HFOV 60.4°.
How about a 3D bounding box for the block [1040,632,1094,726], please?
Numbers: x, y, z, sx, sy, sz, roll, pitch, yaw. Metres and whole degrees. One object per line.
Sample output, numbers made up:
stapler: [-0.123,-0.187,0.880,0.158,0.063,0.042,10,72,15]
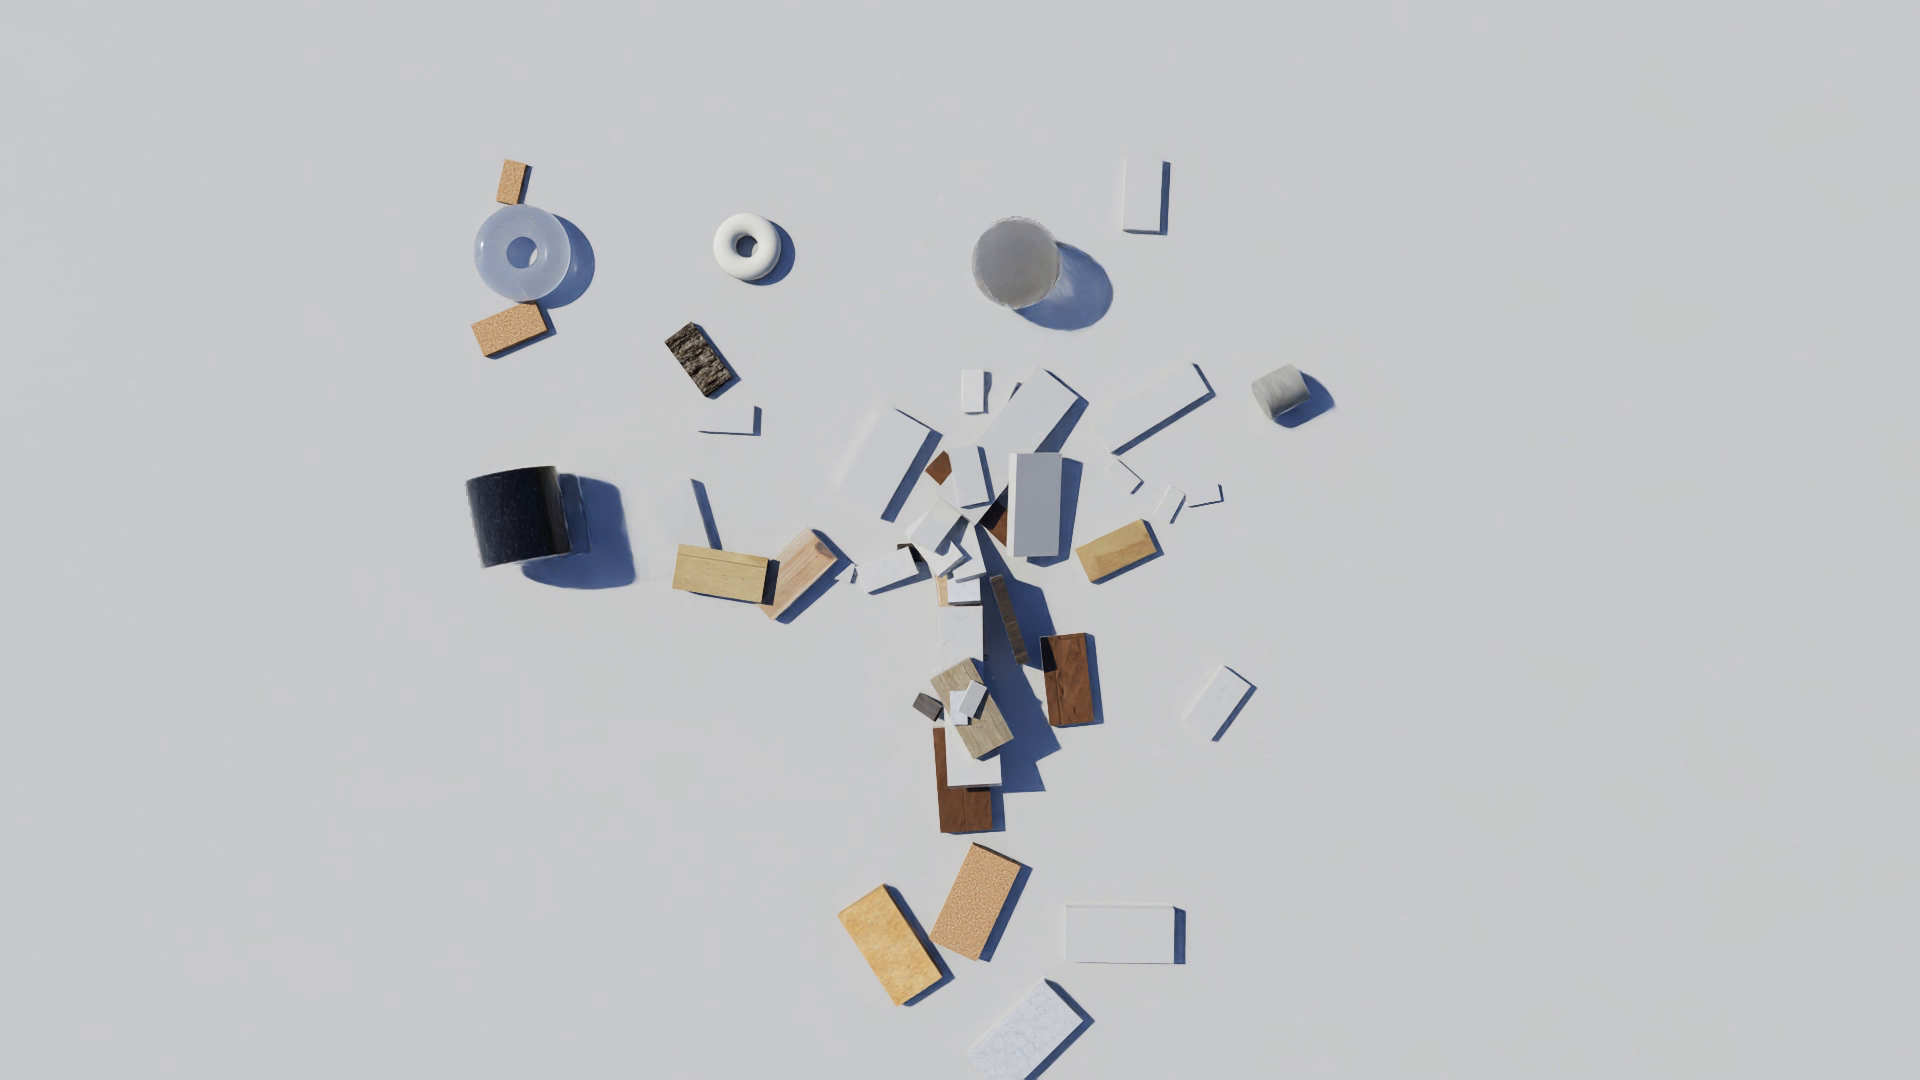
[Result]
block: [0.354,0.461,5.479,0.148,0.042,0.295,-6,90,0]

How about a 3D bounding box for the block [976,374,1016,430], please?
block: [0.120,-0.455,5.490,0.071,0.020,0.188,24,90,0]

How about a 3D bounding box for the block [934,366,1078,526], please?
block: [0.153,-0.312,5.442,0.169,0.048,0.545,39,83,0]

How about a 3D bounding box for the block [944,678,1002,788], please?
block: [0.039,0.636,5.417,0.174,0.049,0.347,-3,70,0]

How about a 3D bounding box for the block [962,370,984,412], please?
block: [0.044,-0.495,5.479,0.071,0.020,0.141,0,86,9]

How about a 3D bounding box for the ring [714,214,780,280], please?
ring: [-0.705,-0.972,5.464,0.224,0.075,0.224,0,89,-1]

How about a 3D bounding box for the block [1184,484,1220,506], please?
block: [0.808,-0.150,5.492,0.113,0.016,0.056,-11,90,0]

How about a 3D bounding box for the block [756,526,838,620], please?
block: [-0.562,0.112,5.467,0.297,0.042,0.149,-43,86,3]

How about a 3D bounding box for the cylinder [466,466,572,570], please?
cylinder: [-1.430,-0.074,5.357,0.287,0.287,0.287,-11,90,0]

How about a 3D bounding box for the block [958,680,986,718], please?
block: [0.038,0.510,5.291,0.054,0.015,0.109,27,87,-14]

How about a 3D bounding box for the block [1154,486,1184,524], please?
block: [0.698,-0.119,5.492,0.056,0.016,0.113,28,90,0]

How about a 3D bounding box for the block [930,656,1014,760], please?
block: [0.038,0.543,5.333,0.148,0.042,0.295,-28,93,2]

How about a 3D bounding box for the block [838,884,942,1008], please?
block: [-0.232,1.345,5.475,0.179,0.051,0.358,-33,90,-1]

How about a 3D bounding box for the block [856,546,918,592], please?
block: [-0.241,0.099,5.474,0.190,0.027,0.095,-21,90,8]

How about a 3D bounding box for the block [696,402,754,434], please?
block: [-0.778,-0.405,5.487,0.185,0.026,0.093,3,90,0]

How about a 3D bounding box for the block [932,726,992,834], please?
block: [0.009,0.789,5.475,0.174,0.049,0.347,-4,90,0]

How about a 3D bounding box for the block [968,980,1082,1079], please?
block: [0.216,1.651,5.475,0.358,0.051,0.179,-45,90,0]

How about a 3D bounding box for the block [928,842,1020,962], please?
block: [0.049,1.201,5.475,0.174,0.049,0.347,25,90,0]

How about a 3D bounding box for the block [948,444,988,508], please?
block: [0.027,-0.209,5.385,0.095,0.027,0.190,-12,86,-6]

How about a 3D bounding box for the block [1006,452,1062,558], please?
block: [0.244,-0.117,5.421,0.169,0.048,0.338,-2,98,-26]

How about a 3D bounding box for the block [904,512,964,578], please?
block: [-0.085,0.016,5.436,0.105,0.030,0.211,-40,62,2]

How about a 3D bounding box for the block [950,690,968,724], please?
block: [-0.004,0.538,5.304,0.054,0.015,0.109,-1,94,0]

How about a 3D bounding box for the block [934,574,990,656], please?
block: [0.006,0.248,5.447,0.143,0.041,0.286,-8,77,0]

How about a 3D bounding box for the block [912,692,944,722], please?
block: [-0.106,0.553,5.459,0.109,0.015,0.054,30,90,41]

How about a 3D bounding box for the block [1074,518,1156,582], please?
block: [0.516,0.034,5.483,0.242,0.034,0.121,-25,90,0]

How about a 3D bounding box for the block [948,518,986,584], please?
block: [0.011,0.031,5.442,0.105,0.030,0.211,-15,65,-1]

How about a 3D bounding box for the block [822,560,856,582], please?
block: [-0.419,0.094,5.491,0.129,0.018,0.064,16,90,0]

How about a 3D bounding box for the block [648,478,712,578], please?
block: [-0.923,-0.040,5.479,0.149,0.042,0.297,-16,90,0]

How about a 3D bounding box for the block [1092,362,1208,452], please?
block: [0.631,-0.442,5.483,0.384,0.034,0.121,-32,90,0]

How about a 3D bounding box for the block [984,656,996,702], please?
block: [0.032,0.454,5.432,0.143,0.041,0.286,-8,70,0]

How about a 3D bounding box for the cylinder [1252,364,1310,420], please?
cylinder: [1.055,-0.489,5.432,0.137,0.137,0.137,-27,90,0]

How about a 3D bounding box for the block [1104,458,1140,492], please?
block: [0.542,-0.214,5.492,0.112,0.016,0.056,41,90,0]

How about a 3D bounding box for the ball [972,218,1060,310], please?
ball: [0.181,-0.896,5.355,0.290,0.290,0.290,0,90,0]

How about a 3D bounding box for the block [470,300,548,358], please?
block: [-1.497,-0.705,5.484,0.226,0.032,0.113,-23,90,0]

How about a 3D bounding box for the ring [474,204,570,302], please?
ring: [-1.447,-0.949,5.447,0.322,0.107,0.322,0,90,1]

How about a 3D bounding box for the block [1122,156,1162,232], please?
block: [0.606,-1.149,5.483,0.121,0.034,0.242,3,90,0]

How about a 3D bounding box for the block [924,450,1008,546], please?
block: [0.051,-0.134,5.461,0.378,0.026,0.093,43,90,0]

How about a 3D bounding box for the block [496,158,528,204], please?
block: [-1.493,-1.189,5.490,0.071,0.020,0.141,13,90,0]

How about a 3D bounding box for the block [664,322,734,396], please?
block: [-0.869,-0.600,5.484,0.113,0.032,0.226,-37,90,0]

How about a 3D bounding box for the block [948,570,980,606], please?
block: [0.010,0.110,5.441,0.105,0.030,0.211,-3,65,2]

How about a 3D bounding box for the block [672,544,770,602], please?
block: [-0.787,0.109,5.434,0.297,0.042,0.149,9,90,1]

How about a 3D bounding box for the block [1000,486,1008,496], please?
block: [0.113,-0.241,5.487,0.093,0.026,0.185,-6,90,0]

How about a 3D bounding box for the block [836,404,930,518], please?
block: [-0.256,-0.260,5.476,0.169,0.048,0.338,30,90,0]

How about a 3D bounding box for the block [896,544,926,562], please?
block: [-0.144,0.041,5.491,0.129,0.018,0.064,-3,90,0]

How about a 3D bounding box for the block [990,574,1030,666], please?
block: [0.162,0.260,5.426,0.042,0.148,0.295,-18,90,0]

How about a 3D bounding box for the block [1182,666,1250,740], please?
block: [0.852,0.541,5.484,0.113,0.032,0.226,36,90,0]

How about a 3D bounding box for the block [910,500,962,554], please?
block: [-0.074,-0.048,5.420,0.095,0.027,0.190,27,57,15]

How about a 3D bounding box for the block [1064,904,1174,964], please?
block: [0.528,1.308,5.475,0.358,0.051,0.179,1,90,0]

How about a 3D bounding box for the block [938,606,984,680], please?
block: [0.003,0.359,5.374,0.143,0.041,0.286,-1,89,0]
